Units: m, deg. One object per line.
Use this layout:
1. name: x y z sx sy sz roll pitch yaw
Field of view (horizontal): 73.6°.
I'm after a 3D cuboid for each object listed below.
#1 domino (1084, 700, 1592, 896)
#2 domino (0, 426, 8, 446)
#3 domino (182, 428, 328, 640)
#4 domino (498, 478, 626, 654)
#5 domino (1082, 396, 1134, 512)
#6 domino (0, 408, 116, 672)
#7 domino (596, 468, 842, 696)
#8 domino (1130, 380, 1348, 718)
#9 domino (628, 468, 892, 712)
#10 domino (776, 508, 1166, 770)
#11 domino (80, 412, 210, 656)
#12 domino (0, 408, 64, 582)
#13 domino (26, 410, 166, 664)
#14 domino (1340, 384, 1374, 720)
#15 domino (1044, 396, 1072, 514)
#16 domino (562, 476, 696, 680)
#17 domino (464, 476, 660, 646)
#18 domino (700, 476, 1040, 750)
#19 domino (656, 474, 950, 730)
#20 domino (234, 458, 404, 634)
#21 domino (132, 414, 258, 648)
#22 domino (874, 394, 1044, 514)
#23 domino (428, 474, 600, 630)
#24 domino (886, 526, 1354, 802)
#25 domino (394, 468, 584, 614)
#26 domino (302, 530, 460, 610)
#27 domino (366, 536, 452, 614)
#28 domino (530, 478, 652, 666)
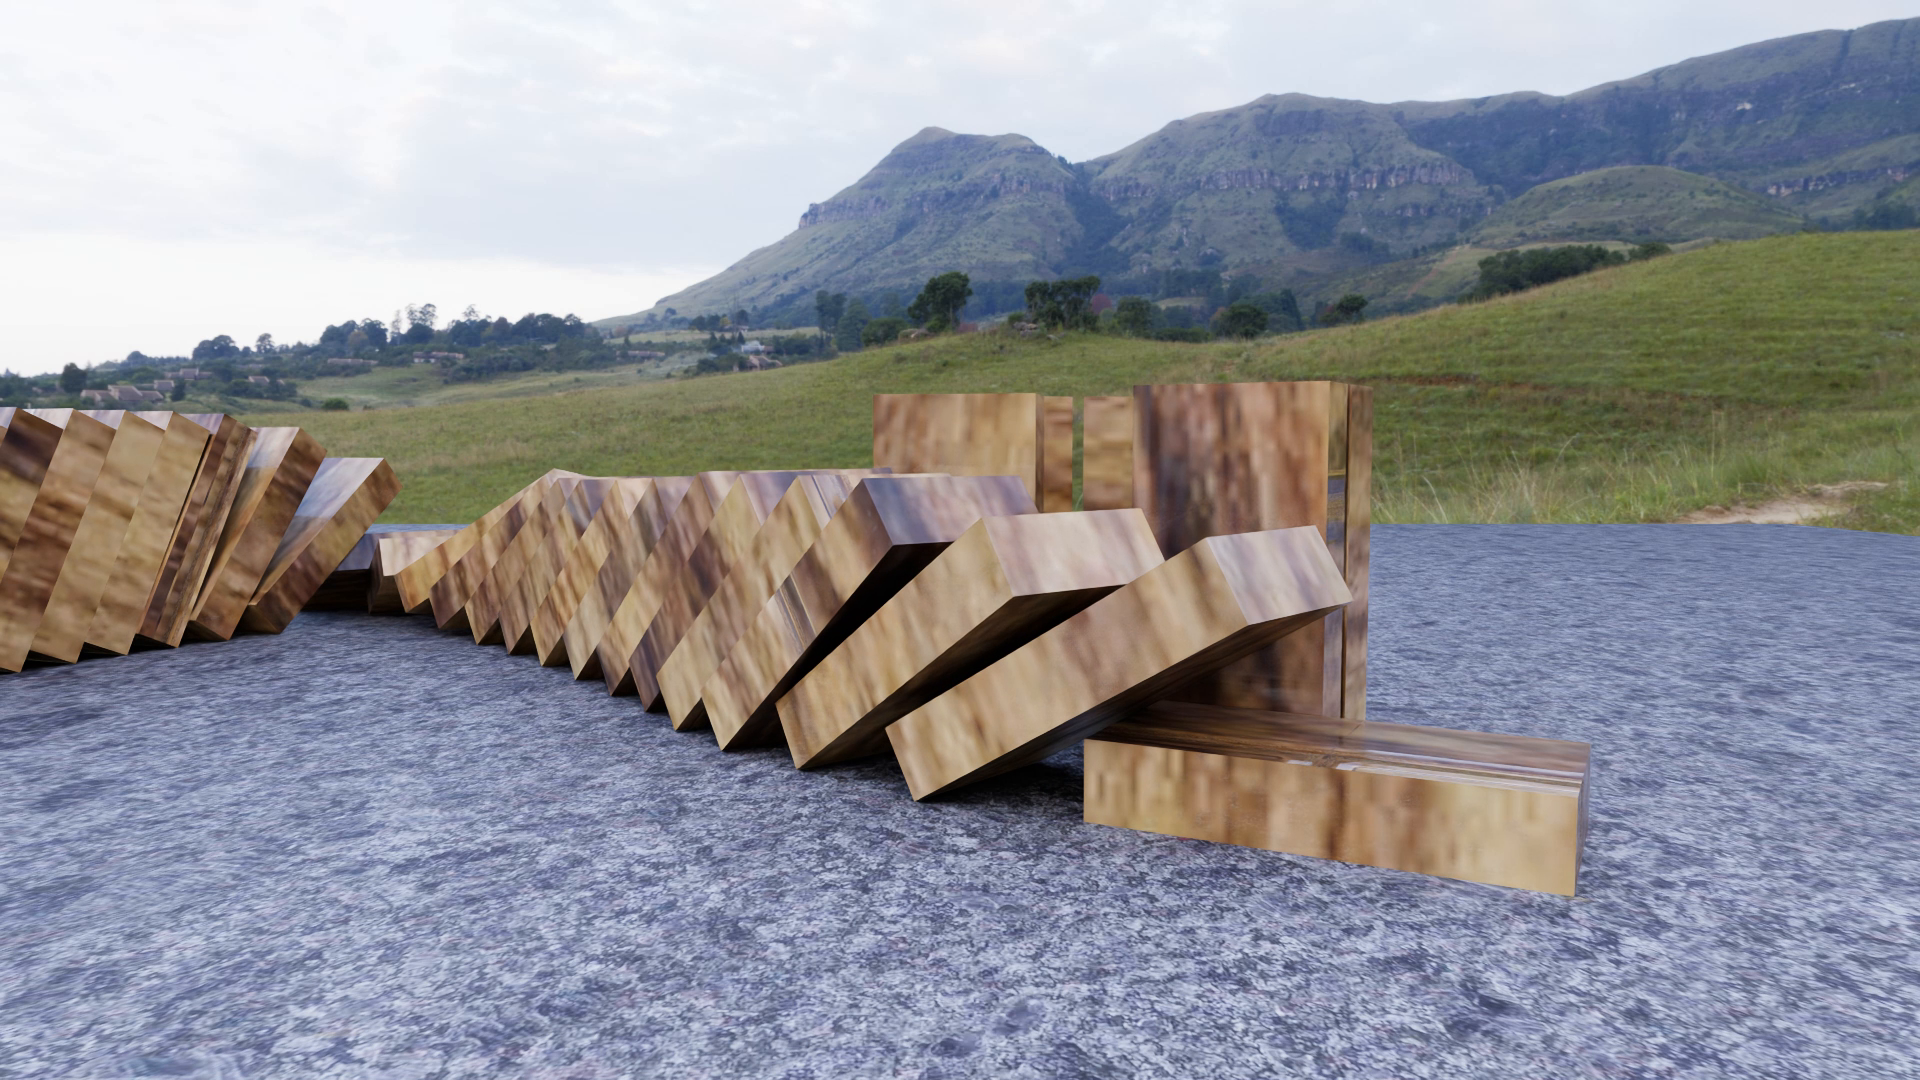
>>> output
1. domino: 0.042 0.027 0.143 0.050 0.009 0.025 2 5 29
2. domino: -0.192 0.001 0.227 0.025 0.050 0.009 2 -21 19
3. domino: -0.166 -0.002 0.290 0.025 0.050 0.010 2 -31 19
4. domino: -0.070 0.006 0.252 0.025 0.010 0.050 -4 -29 -40
5. domino: 0.026 0.001 0.218 0.009 0.050 0.025 0 4 6
6. domino: -0.185 -0.001 0.247 0.025 0.050 0.010 2 -21 19
7. domino: -0.039 0.008 0.210 0.025 0.010 0.050 -4 -32 -39
8. domino: 0.036 0.005 0.165 0.025 0.050 0.010 2 5 29
9. domino: -0.030 0.008 0.197 0.025 0.010 0.050 -5 -32 -38
10. domino: 0.000 0.013 0.160 0.025 0.009 0.050 -4 -26 -40
11. domino: -0.177 -0.002 0.267 0.025 0.050 0.010 2 -21 19
12. domino: -0.188 0.000 0.237 0.025 0.050 0.009 2 -21 19
13. domino: -0.181 -0.001 0.257 0.025 0.050 0.009 2 -21 19
14. domino: 0.042 0.004 0.175 0.025 0.050 0.009 3 5 33
15. domino: 0.009 0.001 0.216 0.010 0.050 0.025 -2 5 -24
16. domino: -0.049 0.007 0.224 0.025 0.009 0.050 -4 -30 -38
17. domino: -0.081 0.005 0.267 0.025 0.010 0.050 -4 -28 -46
18. domino: -0.013 0.010 0.172 0.025 0.009 0.050 -3 -33 -40
19. domino: -0.022 0.010 0.184 0.025 0.009 0.050 -3 -33 -40
20. domino: -0.159 0.000 0.305 0.025 0.009 0.050 2 44 19
21. domino: -0.173 -0.003 0.277 0.025 0.050 0.009 2 -22 19
22. domino: 0.000 0.003 0.200 0.025 0.050 0.009 1 4 11
23. domino: -0.092 0.003 0.281 0.050 0.010 0.025 -36 -21 31
24. domino: 0.017 0.015 0.149 0.050 0.009 0.025 -35 -19 36
25. domino: -0.102 0.002 0.296 0.050 0.010 0.025 -30 -16 17
26. domino: -0.144 0.007 0.337 0.050 0.009 0.025 -4 -22 -44
27. domino: -0.122 0.008 0.325 0.050 0.010 0.025 -3 -23 -34
28. domino: -0.059 0.006 0.238 0.025 0.010 0.050 -3 -30 -39
